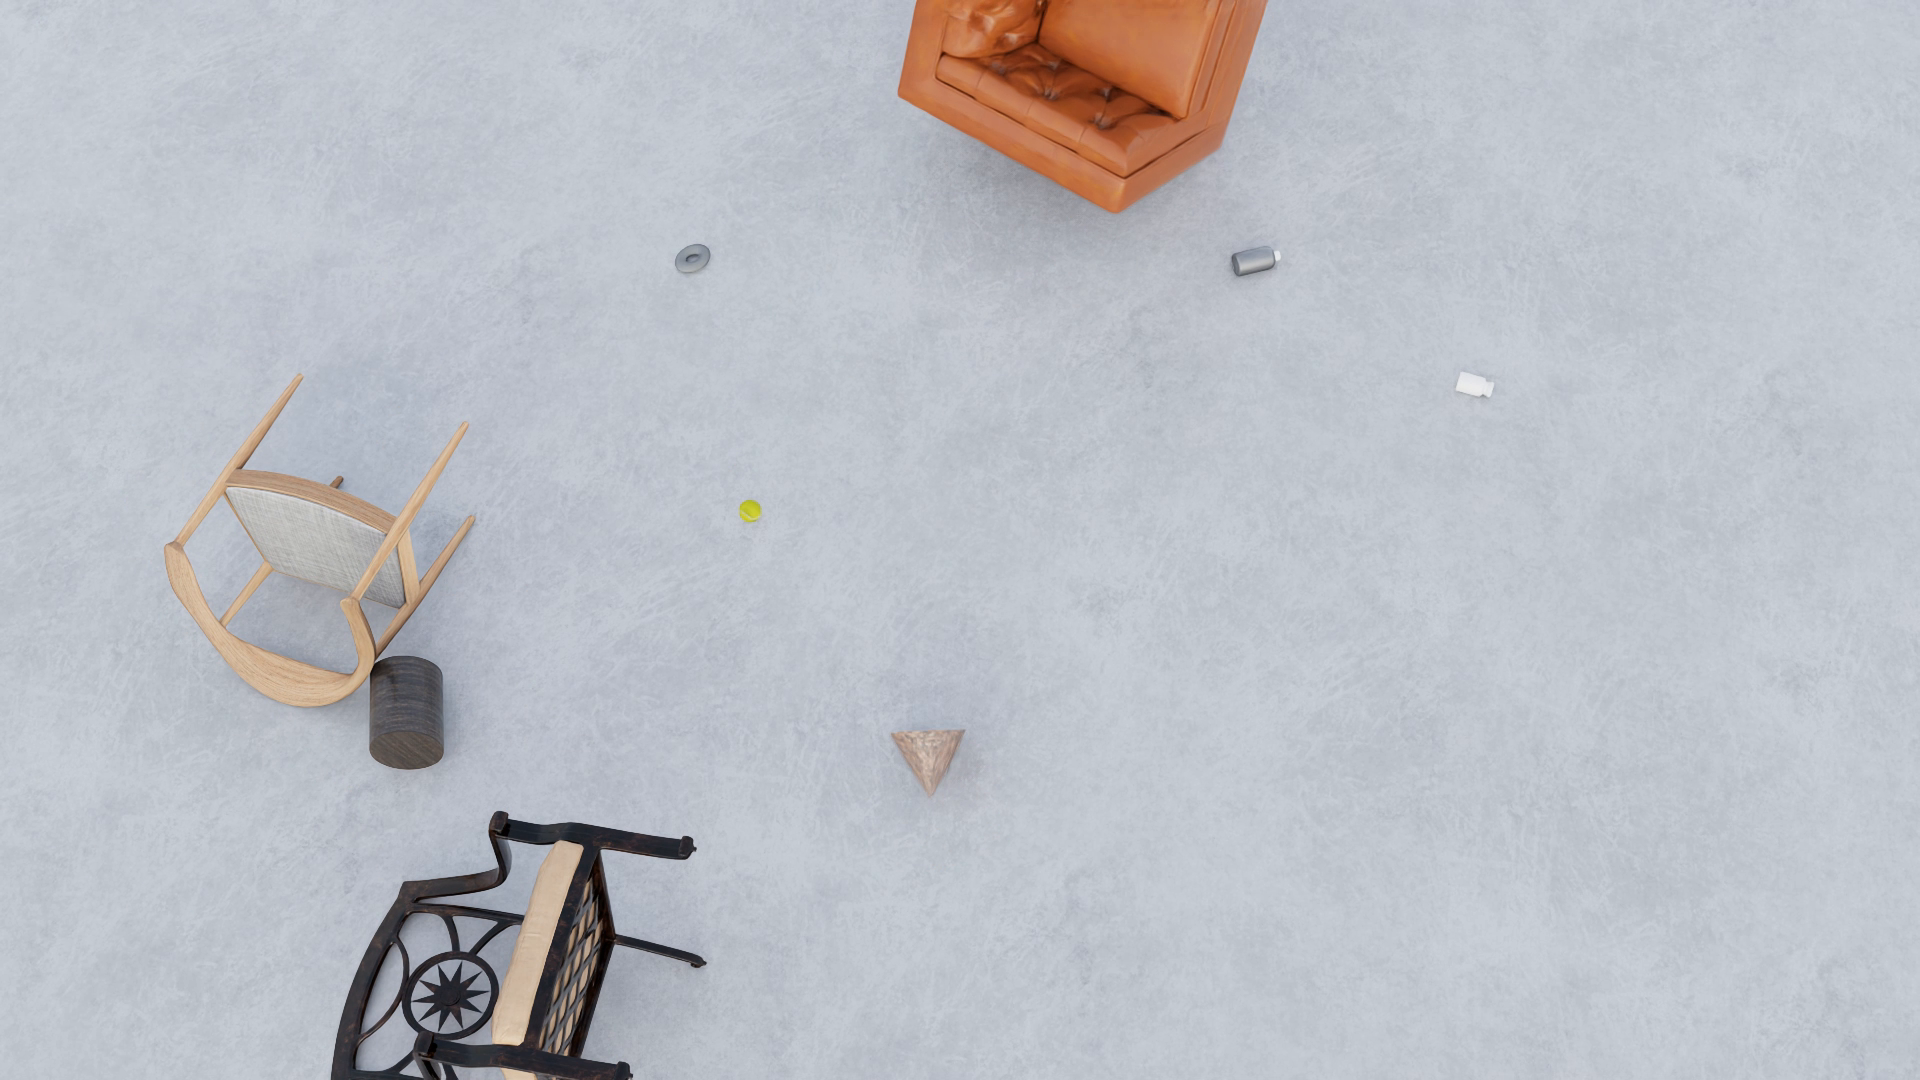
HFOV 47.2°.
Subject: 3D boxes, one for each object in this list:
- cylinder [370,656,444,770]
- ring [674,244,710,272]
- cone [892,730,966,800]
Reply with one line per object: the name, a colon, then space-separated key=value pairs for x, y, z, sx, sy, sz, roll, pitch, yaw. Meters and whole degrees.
cylinder: x=-1.540 y=0.481 z=6.121 sx=0.192 sy=0.219 sz=0.244 roll=-17 pitch=56 yaw=11
ring: x=-0.872 y=-0.919 z=7.174 sx=0.102 sy=0.029 sz=0.130 roll=35 pitch=62 yaw=22
cone: x=-0.083 y=0.627 z=6.103 sx=0.216 sy=0.182 sz=0.188 roll=0 pitch=82 yaw=-20
